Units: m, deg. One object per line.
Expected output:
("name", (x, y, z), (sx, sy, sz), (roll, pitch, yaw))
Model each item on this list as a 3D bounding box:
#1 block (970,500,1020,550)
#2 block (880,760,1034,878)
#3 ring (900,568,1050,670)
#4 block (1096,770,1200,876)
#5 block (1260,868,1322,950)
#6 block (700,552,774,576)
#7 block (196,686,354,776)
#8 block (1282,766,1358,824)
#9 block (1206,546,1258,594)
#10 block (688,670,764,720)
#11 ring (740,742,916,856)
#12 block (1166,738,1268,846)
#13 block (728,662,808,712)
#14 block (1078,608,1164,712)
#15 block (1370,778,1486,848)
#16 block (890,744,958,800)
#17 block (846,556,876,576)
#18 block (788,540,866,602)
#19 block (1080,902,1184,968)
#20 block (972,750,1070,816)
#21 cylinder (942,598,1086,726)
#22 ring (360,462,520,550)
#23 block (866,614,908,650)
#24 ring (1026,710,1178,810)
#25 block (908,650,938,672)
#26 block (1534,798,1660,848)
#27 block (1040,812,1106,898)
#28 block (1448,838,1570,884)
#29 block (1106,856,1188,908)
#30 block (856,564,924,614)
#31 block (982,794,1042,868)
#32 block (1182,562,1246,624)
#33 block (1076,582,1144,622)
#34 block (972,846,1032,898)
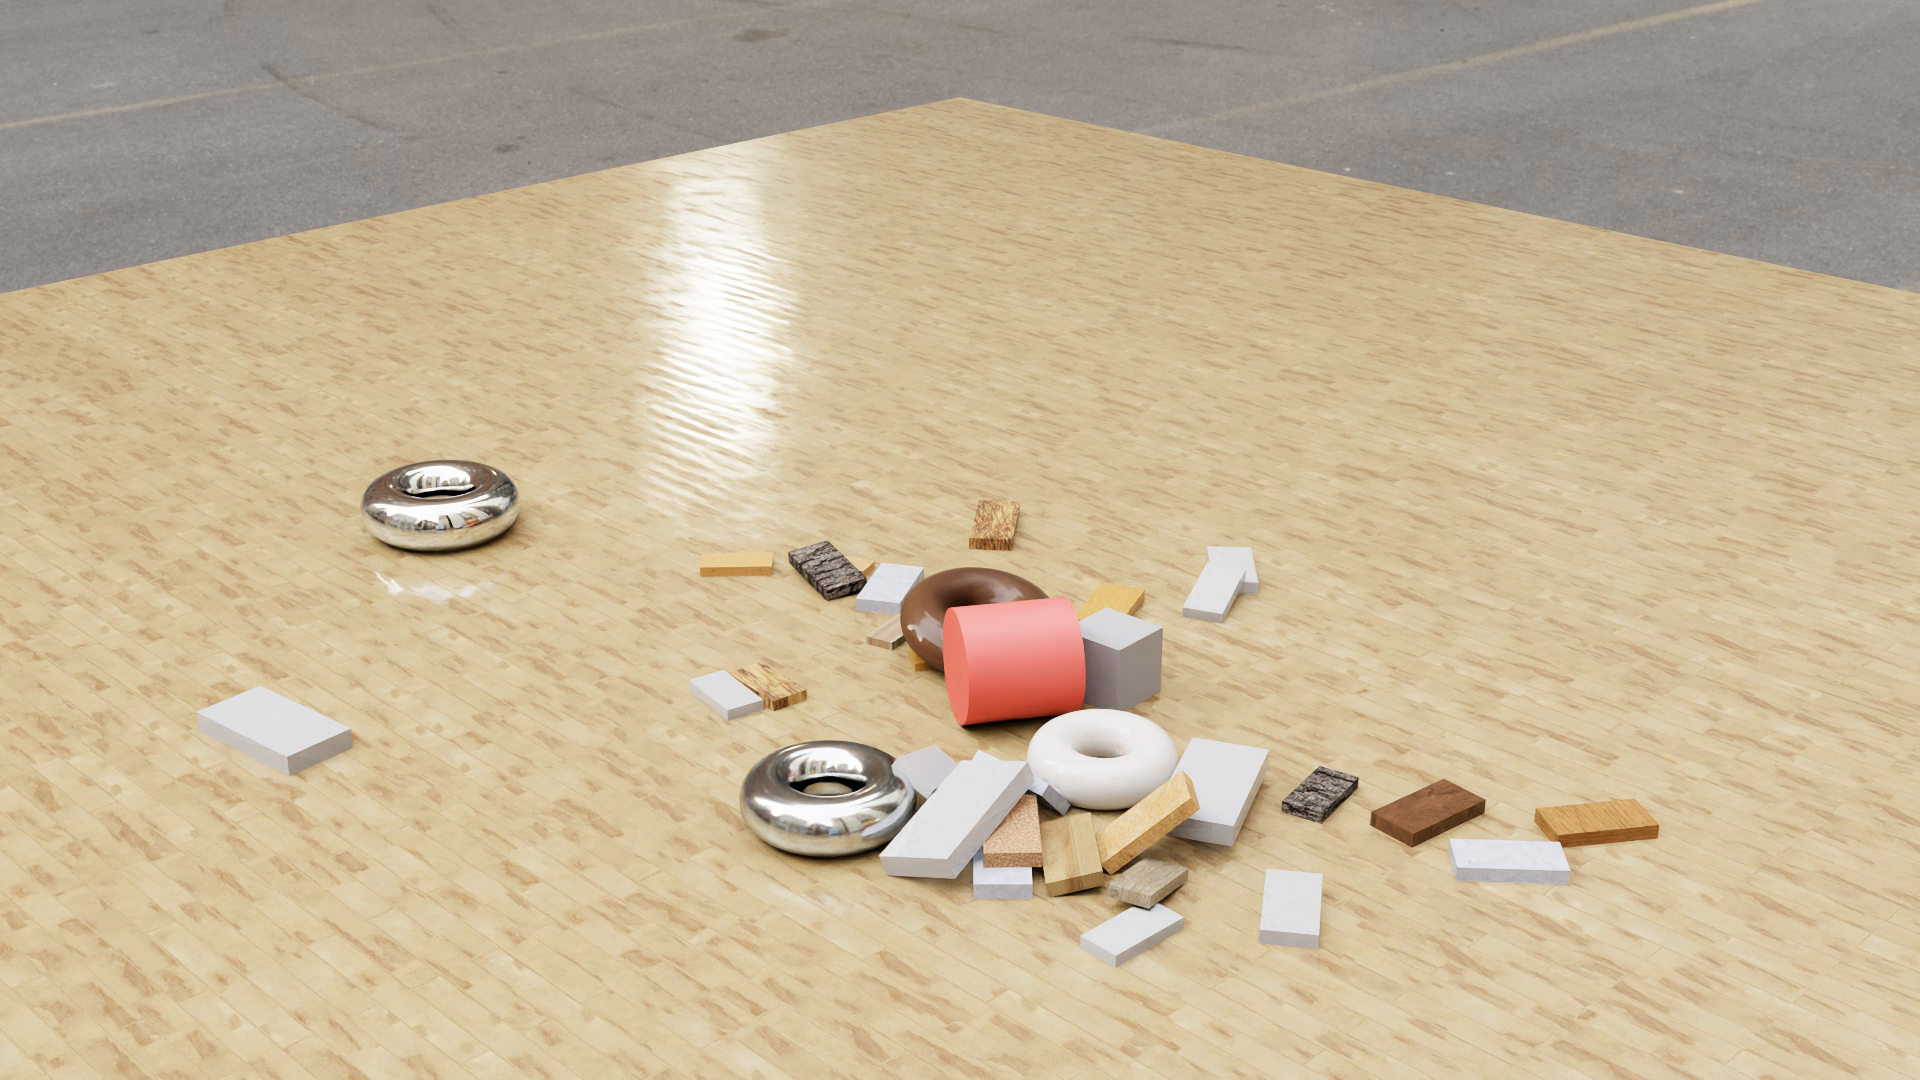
("block", (0.093, -0.040, 5.815), (0.111, 0.031, 0.264), (2, 23, 6))
("block", (-0.003, 0.542, 4.298), (0.162, 0.046, 0.324), (-3, 28, 36))
("ring", (0.049, 0.191, 5.088), (0.375, 0.125, 0.375), (5, 31, -3))
("block", (0.362, 0.547, 4.259), (0.220, 0.031, 0.110), (-39, 20, 13))
("block", (0.619, 0.687, 4.104), (0.107, 0.030, 0.213), (4, 23, 10))
("block", (-0.566, 0.062, 5.583), (0.180, 0.026, 0.090), (-1, 23, -2))
("block", (-1.477, 0.409, 4.739), (0.324, 0.046, 0.162), (17, 29, 35))
("block", (0.738, 0.521, 4.502), (0.089, 0.025, 0.177), (15, 27, 31))
("block", (0.686, 0.075, 5.543), (0.111, 0.031, 0.222), (1, 23, 2))
("block", (-0.523, 0.346, 4.913), (0.090, 0.025, 0.180), (-15, 27, -31))
("ring", (-0.264, 0.514, 4.400), (0.356, 0.119, 0.356), (1, 22, 0))
("block", (0.508, 0.504, 4.433), (0.162, 0.046, 0.328), (8, 24, 18))
("block", (-0.434, 0.329, 4.952), (0.090, 0.026, 0.180), (-17, 29, -35))
("block", (0.340, 0.270, 4.920), (0.160, 0.160, 0.160), (19, 30, 38))
("block", (0.943, 0.549, 4.428), (0.220, 0.031, 0.110), (-17, 28, -35))
("block", (-0.058, 0.472, 4.478), (0.099, 0.028, 0.199), (39, 15, 16))
("block", (-0.296, 0.065, 5.583), (0.143, 0.020, 0.072), (9, 25, 20))
("block", (-0.332, 0.075, 5.506), (0.111, 0.031, 0.222), (-17, 33, -23))
("block", (0.316, 0.719, 4.033), (0.184, 0.025, 0.089), (-20, 30, -39))
("block", (0.124, 0.494, 4.477), (0.199, 0.099, 0.028), (22, 73, 41))
("cylinder", (0.116, 0.264, 4.810), (0.257, 0.257, 0.257), (-5, 24, -12))
("ring", (-1.371, -0.094, 5.807), (0.414, 0.138, 0.414), (1, 23, -1))
("block", (-0.153, 0.219, 5.220), (0.072, 0.020, 0.143), (13, 26, 28))
("ring", (0.296, 0.453, 4.562), (0.315, 0.105, 0.315), (0, 24, 0))
("block", (-0.042, 0.273, 5.091), (0.143, 0.020, 0.072), (-5, 24, -12))
("block", (1.270, 0.565, 4.390), (0.213, 0.030, 0.107), (-4, 23, -10))
("block", (0.214, 0.608, 4.258), (0.110, 0.031, 0.220), (-13, 23, 3))
("block", (1.062, 0.622, 4.256), (0.213, 0.030, 0.107), (1, 23, 3))
("block", (0.356, 0.647, 4.160), (0.089, 0.025, 0.177), (12, 15, 27))
("block", (-0.172, 0.120, 5.439), (0.111, 0.031, 0.222), (6, 24, 13))
("block", (0.099, 0.568, 4.301), (0.112, 0.032, 0.223), (0, 23, -1))
("block", (0.622, 0.129, 5.373), (0.099, 0.028, 0.200), (9, 36, 21))
("block", (0.361, 0.168, 5.324), (0.111, 0.031, 0.222), (9, 25, 20))
("block", (0.081, 0.620, 4.258), (0.112, 0.032, 0.223), (0, 23, 0))
